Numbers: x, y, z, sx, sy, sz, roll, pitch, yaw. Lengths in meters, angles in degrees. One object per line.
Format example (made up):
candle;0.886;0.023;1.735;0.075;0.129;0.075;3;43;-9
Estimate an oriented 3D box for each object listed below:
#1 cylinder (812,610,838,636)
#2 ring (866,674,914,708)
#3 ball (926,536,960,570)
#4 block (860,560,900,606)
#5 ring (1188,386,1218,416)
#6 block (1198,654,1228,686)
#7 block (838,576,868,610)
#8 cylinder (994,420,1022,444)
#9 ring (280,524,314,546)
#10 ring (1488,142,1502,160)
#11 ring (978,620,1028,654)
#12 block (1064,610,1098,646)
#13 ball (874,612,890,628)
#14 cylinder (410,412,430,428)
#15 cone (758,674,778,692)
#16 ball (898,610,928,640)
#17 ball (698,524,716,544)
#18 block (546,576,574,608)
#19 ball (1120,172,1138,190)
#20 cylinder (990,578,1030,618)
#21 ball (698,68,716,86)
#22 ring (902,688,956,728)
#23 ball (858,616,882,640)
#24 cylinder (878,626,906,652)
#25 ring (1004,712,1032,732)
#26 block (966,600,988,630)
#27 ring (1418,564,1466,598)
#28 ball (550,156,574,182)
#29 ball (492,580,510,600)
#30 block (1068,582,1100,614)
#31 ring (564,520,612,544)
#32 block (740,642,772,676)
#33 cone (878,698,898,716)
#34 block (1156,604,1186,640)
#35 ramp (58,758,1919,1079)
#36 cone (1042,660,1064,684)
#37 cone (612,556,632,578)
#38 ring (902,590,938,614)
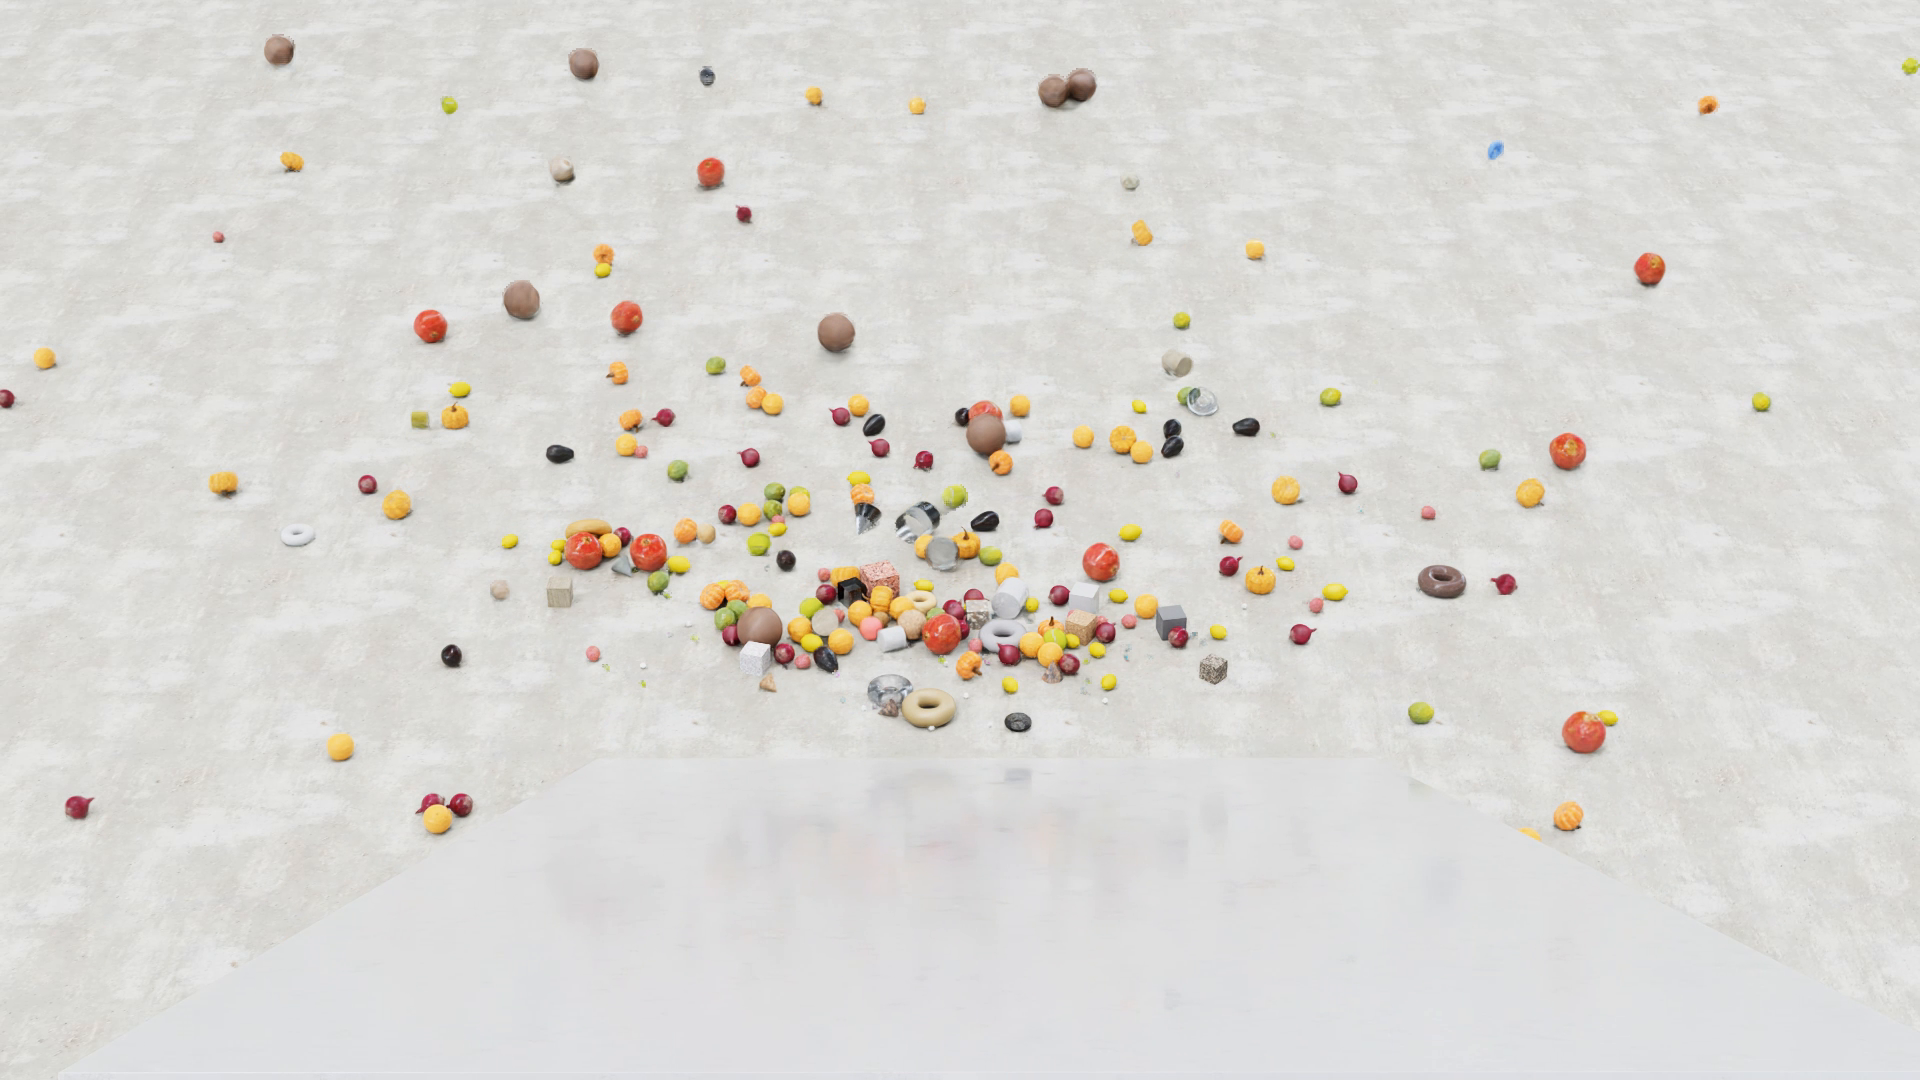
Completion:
cylinder;-0.382;0.232;7.299;0.075;0.075;0.075;-3;-2;-5
ring;-0.190;0.411;7.056;0.129;0.043;0.129;0;32;0
ball;-0.051;0.039;7.631;0.099;0.099;0.099;0;31;0
block;-0.232;0.125;7.495;0.088;0.088;0.088;-12;33;-20
ring;0.796;-0.456;8.501;0.107;0.036;0.107;7;60;-12
block;0.699;0.356;7.137;0.055;0.055;0.055;24;38;34
block;-0.311;0.154;7.474;0.061;0.061;0.061;-19;35;-29
cylinder;0.156;-0.348;8.319;0.068;0.068;0.068;-11;32;-18
ring;-1.994;-0.016;7.790;0.100;0.033;0.100;0;32;0
ring;2.143;-1.561;10.372;0.075;0.075;0.025;-21;38;-31
ring;0.121;0.272;7.289;0.141;0.047;0.141;0;32;0
block;0.342;0.248;7.309;0.067;0.067;0.067;17;34;26
ball;-0.225;0.228;7.359;0.050;0.050;0.050;0;31;0
cylinder;-1.753;-0.390;8.407;0.051;0.051;0.051;0;31;0
cone;-0.517;0.401;7.092;0.051;0.051;0.051;44;46;15
ball;-0.134;0.238;7.306;0.086;0.086;0.086;0;31;0
ball;-0.760;-0.018;7.769;0.058;0.058;0.058;0;31;0
block;-1.155;0.151;7.476;0.064;0.064;0.064;0;31;1
ball;0.663;-1.402;10.107;0.070;0.070;0.070;0;31;0
cylinder;0.144;0.167;7.426;0.088;0.088;0.088;10;32;17
ball;-1.085;-1.985;11.095;0.072;0.072;0.072;0;31;0
ring;-0.084;0.452;6.980;0.149;0.050;0.149;-1;31;0
ball;-0.253;0.248;7.309;0.066;0.066;0.066;0;31;0
cylinder;-0.192;0.277;7.263;0.063;0.063;0.063;-13;33;-20
ring;0.156;0.488;6.942;0.075;0.025;0.075;1;30;-1
block;0.049;0.213;7.373;0.061;0.061;0.061;-2;31;-4
ring;1.405;0.120;7.546;0.143;0.048;0.143;1;30;-1
ball;-1.567;-1.459;10.177;0.097;0.097;0.097;0;31;0
ball;-1.330;0.146;7.494;0.054;0.054;0.054;0;31;0
block;0.357;0.173;7.433;0.070;0.070;0.070;10;32;16
ring;-1.108;-0.024;7.723;0.142;0.142;0.047;-5;72;-9
block;-0.567;0.330;7.171;0.065;0.065;0.065;9;32;15
cone;-0.201;0.461;6.989;0.052;0.052;0.052;-21;26;17
block;0.598;0.234;7.329;0.070;0.070;0.070;-6;31;-10
ramp;0.068;0.606;4.671;2.000;0.100;4.000;0;0;0
cone;0.256;0.355;7.134;0.060;0.060;0.060;0;31;0
cone;-0.982;0.090;7.615;0.063;0.063;0.063;-29;68;-40
ring;-0.116;0.179;7.459;0.101;0.034;0.101;-1;30;0
